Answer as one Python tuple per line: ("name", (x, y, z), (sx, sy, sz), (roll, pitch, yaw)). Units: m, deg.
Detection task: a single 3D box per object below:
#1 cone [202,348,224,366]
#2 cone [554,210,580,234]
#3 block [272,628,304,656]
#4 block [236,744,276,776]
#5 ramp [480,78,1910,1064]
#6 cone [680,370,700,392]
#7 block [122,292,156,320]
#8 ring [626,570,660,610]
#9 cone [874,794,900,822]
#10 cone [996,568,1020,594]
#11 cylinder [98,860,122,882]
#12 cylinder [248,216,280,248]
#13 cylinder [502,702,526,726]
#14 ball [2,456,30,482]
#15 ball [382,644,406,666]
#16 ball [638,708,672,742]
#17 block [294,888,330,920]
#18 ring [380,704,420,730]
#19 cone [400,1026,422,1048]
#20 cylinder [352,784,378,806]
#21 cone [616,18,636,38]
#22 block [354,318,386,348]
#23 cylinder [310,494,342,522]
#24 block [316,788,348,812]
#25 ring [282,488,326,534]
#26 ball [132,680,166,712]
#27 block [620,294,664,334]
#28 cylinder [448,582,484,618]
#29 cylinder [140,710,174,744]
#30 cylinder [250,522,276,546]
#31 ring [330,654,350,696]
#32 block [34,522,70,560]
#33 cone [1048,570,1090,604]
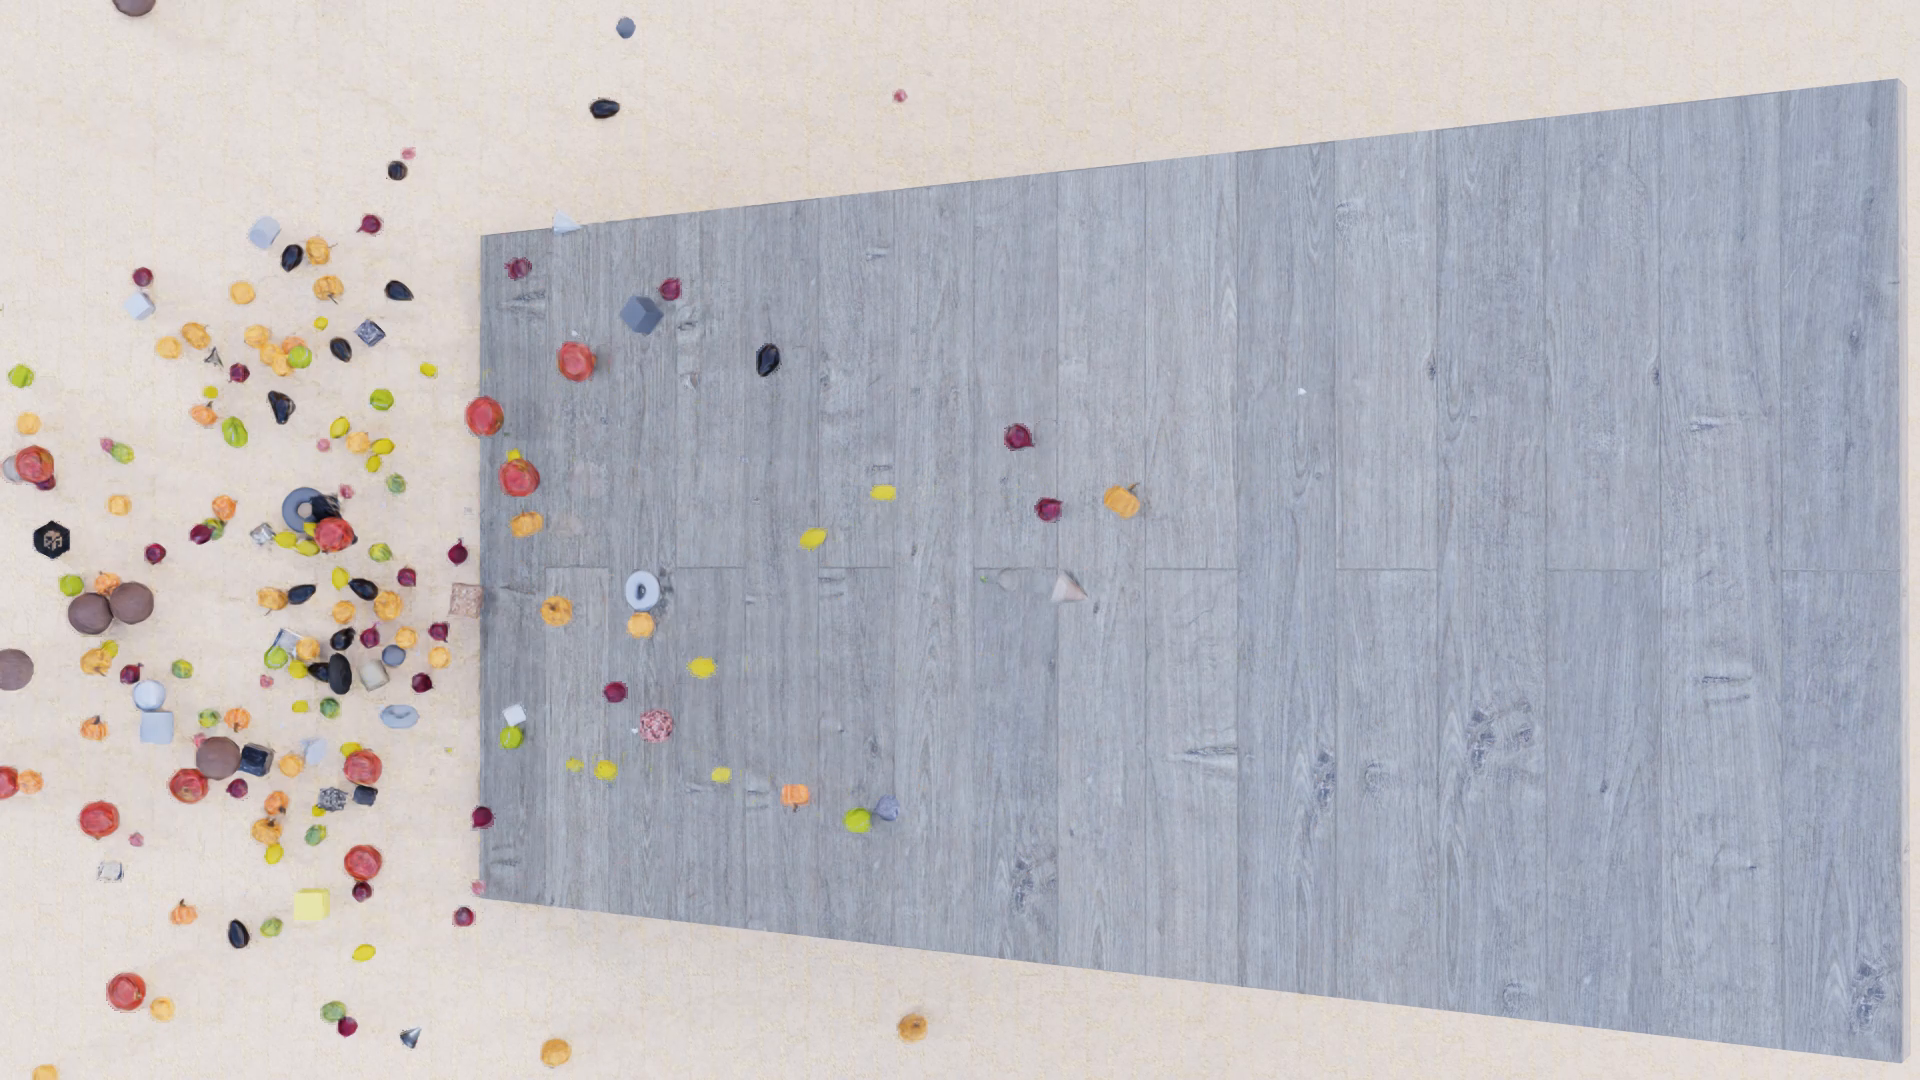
("cone", (-2.271, -0.549, 6.714), (0.057, 0.057, 0.057), (42, 90, -26))
("cone", (-1.139, -0.920, 6.425), (0.075, 0.075, 0.075), (14, 90, 7))
("block", (-2.043, 0.310, 6.686), (0.061, 0.061, 0.061), (26, 84, 0))
("block", (-2.138, 0.667, 6.678), (0.077, 0.077, 0.077), (18, 90, 0))
("ramp", (0.256, 0.070, 5.592), (4.000, 0.100, 2.000), (0, 89, 33))
("cone", (-0.750, -0.440, 6.161), (0.057, 0.057, 0.057), (-15, 96, 0))
("block", (-2.498, -0.714, 6.699), (0.059, 0.059, 0.059), (-37, 90, 0))
("ring", (-0.904, 0.144, 6.261), (0.116, 0.039, 0.116), (0, 91, 32))
("cone", (-0.207, 0.708, 5.785), (0.071, 0.071, 0.071), (0, 89, 33))
("cone", (0.110, 0.103, 5.588), (0.065, 0.065, 0.065), (0, 89, 33))
("cylinder", (-2.578, 1.003, 6.672), (0.057, 0.057, 0.057), (15, 89, -31))
("cylinder", (-2.111, -0.934, 6.677), (0.070, 0.070, 0.070), (9, 134, 10))
("cylinder", (-1.271, 0.499, 6.272), (0.053, 0.053, 0.053), (-26, 90, -12))
("ball", (-2.869, -0.217, 6.683), (0.082, 0.082, 0.082), (0, 90, 0))
("ball", (-1.721, 0.350, 6.684), (0.070, 0.070, 0.070), (0, 90, 0))
("ball", (-0.856, 0.521, 6.193), (0.095, 0.095, 0.095), (0, 90, 0))
("block", (-1.965, 1.106, 6.672), (0.081, 0.081, 0.081), (0, 90, 0))
("ring", (-1.690, 0.533, 6.635), (0.113, 0.113, 0.038), (9, 115, 0))
("cone", (-1.654, 1.496, 6.673), (0.066, 0.066, 0.066), (-43, 90, 4))
("cylinder", (-1.810, 0.777, 6.688), (0.056, 0.056, 0.056), (13, 90, 0))
("cone", (-1.032, -1.560, 6.695), (0.064, 0.064, 0.064), (3, 101, 18))
("block", (-1.797, -0.630, 6.698), (0.058, 0.058, 0.058), (-43, 87, 0))
("cylinder", (-1.917, -0.098, 6.647), (0.078, 0.078, 0.078), (-9, 89, -14))
("block", (-1.904, 0.787, 6.668), (0.057, 0.057, 0.057), (-9, 64, 35))
("ring", (-1.995, -0.091, 6.700), (0.141, 0.047, 0.141), (0, 89, 0))
("ball", (-2.459, 0.471, 6.670), (0.096, 0.096, 0.096), (0, 90, 0))
("block", (-0.906, -0.641, 6.248), (0.073, 0.073, 0.073), (-50, 65, 22))
("cylinder", (-1.483, 0.181, 6.599), (0.092, 0.092, 0.092), (8, 92, 0))
("cylinder", (-2.435, 0.567, 6.669), (0.094, 0.094, 0.094), (3, 88, 0))
("cylinder", (-2.123, -0.018, 6.694), (0.053, 0.053, 0.053), (-35, 90, -1))
("ring", (-1.877, 0.407, 6.655), (0.043, 0.128, 0.128), (-11, 90, -9))
("block", (-2.750, 0.000, 6.666), (0.071, 0.071, 0.071), (24, 124, 14))
("cone", (0.282, 0.131, 5.491), (0.092, 0.092, 0.092), (21, 90, 4))
